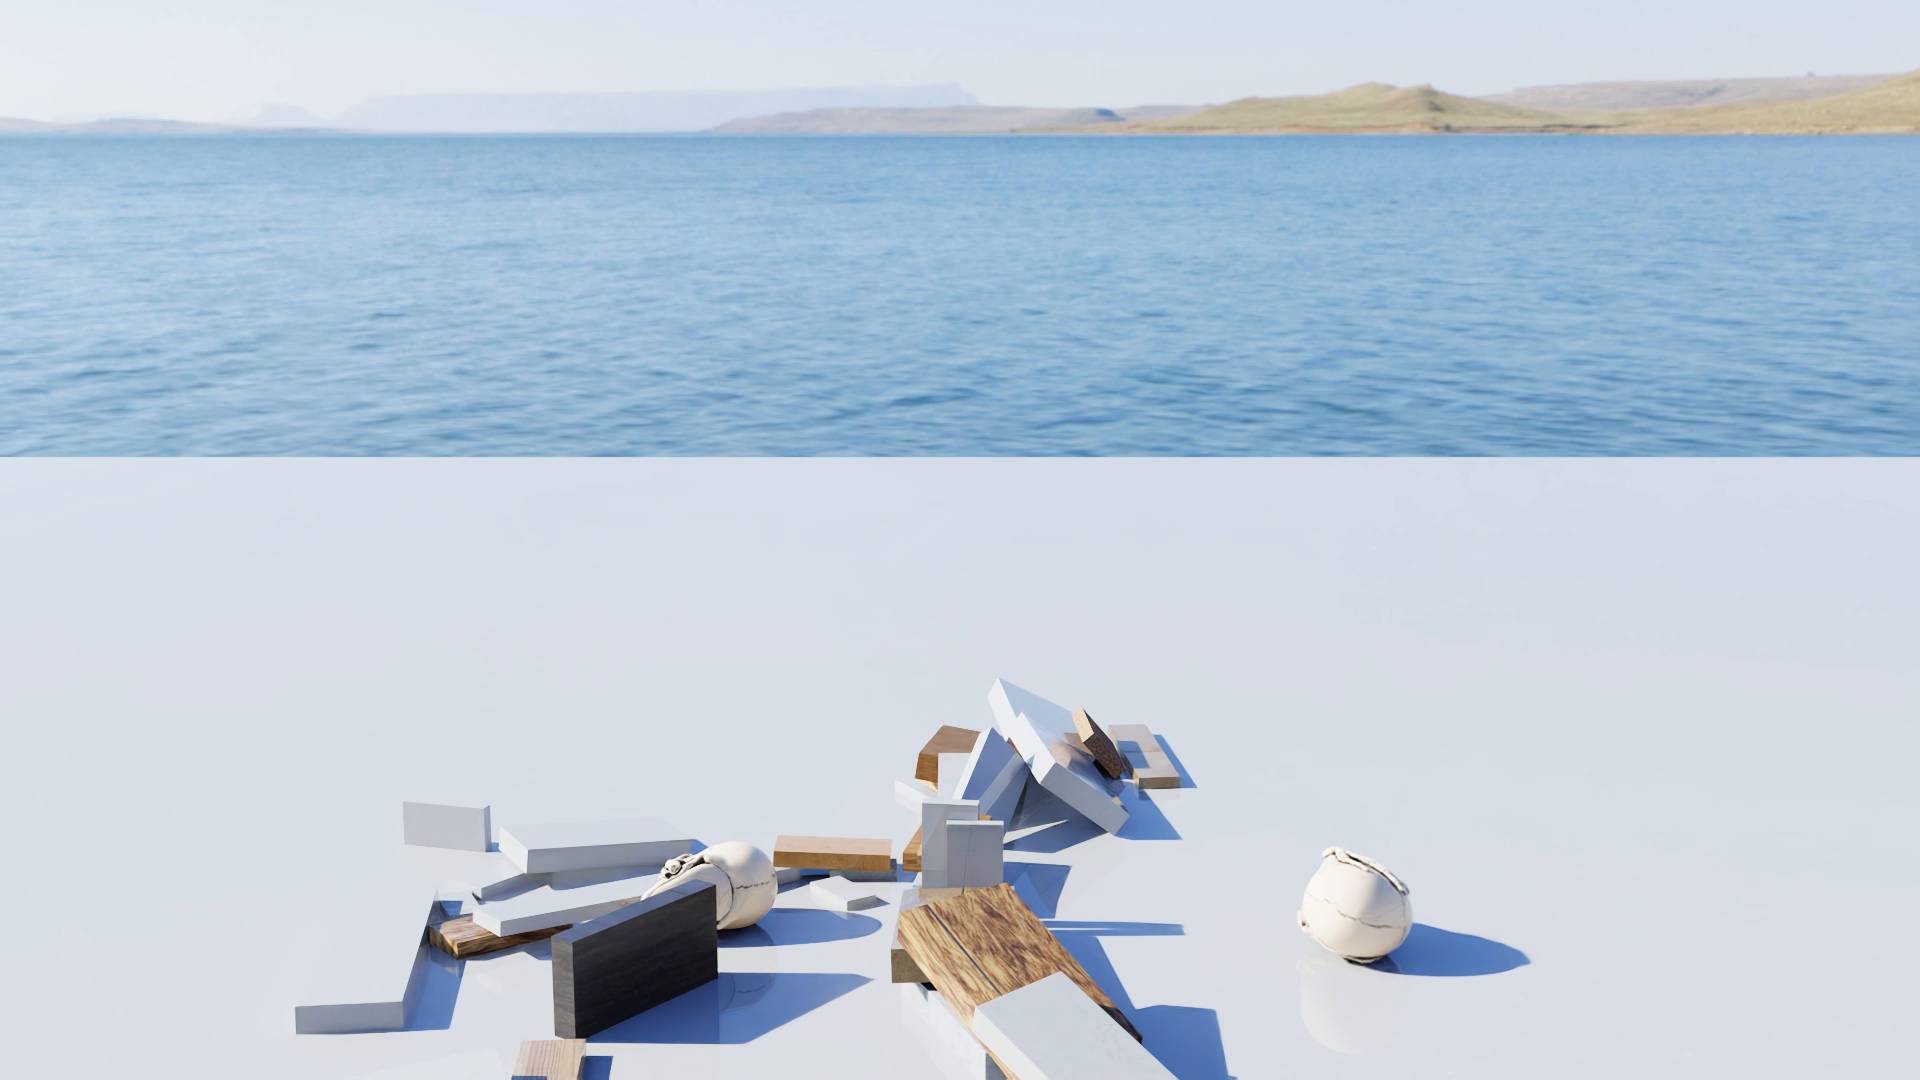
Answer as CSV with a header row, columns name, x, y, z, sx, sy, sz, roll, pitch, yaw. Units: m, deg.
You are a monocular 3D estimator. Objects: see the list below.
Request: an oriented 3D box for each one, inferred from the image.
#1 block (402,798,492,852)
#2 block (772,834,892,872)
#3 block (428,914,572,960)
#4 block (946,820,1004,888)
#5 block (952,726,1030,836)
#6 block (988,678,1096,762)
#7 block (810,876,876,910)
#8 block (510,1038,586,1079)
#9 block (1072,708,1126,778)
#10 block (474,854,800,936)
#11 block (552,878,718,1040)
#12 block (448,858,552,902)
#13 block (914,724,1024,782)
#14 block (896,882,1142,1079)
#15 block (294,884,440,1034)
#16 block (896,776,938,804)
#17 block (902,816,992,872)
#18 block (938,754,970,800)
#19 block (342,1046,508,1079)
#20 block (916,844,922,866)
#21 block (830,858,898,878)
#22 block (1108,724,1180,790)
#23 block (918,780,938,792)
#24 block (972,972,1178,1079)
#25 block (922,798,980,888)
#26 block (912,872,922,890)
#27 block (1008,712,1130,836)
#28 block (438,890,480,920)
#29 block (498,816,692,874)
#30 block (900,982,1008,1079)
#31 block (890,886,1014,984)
name,x,y,z,sx,sy,sz,roll,pitch,yaw
block,-0.911,0.505,3.904,0.161,0.081,0.023,3,11,16
block,-0.217,0.536,3.766,0.198,0.028,0.099,2,8,0
block,-0.724,0.613,3.468,0.198,0.028,0.099,-8,13,-38
block,0.023,0.534,3.475,0.090,0.179,0.025,0,7,2
block,0.056,0.445,3.969,0.031,0.111,0.221,-35,16,31
block,0.162,0.378,4.474,0.174,0.049,0.347,26,7,-9
block,-0.194,0.586,3.648,0.057,0.016,0.114,-7,13,-35
block,-0.551,0.714,2.936,0.086,0.024,0.173,-1,11,-4
block,0.277,0.406,4.405,0.028,0.099,0.198,-40,10,4
block,-0.515,0.575,3.581,0.568,0.024,0.086,-4,11,-40
block,-0.467,0.605,3.184,0.042,0.148,0.295,8,13,35
block,-0.776,0.570,3.717,0.081,0.023,0.161,7,13,35
block,0.026,0.423,4.254,0.174,0.049,0.347,10,5,6
block,0.076,0.609,3.001,0.175,0.049,0.349,-10,34,-29
block,-0.893,0.629,3.342,0.148,0.042,0.492,-1,11,-7
block,-0.053,0.481,4.196,0.077,0.022,0.155,-6,12,-29
block,-0.020,0.510,3.704,0.111,0.031,0.221,2,11,10
block,-0.001,0.462,4.026,0.077,0.022,0.155,0,53,1
block,-0.722,0.720,2.789,0.291,0.041,0.145,-9,13,-18
block,-0.036,0.506,3.595,0.057,0.016,0.114,1,11,5
block,-0.165,0.563,3.769,0.114,0.016,0.057,0,11,-2
block,0.368,0.435,4.443,0.081,0.023,0.387,-1,11,-5
block,-0.013,0.463,4.141,0.077,0.022,0.155,7,6,-26
block,0.162,0.674,2.810,0.145,0.041,0.291,-15,36,-35
block,-0.015,0.503,3.509,0.090,0.179,0.025,2,12,7
block,-0.006,0.552,3.647,0.111,0.031,0.221,1,11,8
block,0.199,0.434,4.116,0.174,0.049,0.347,36,3,-13
block,-0.815,0.598,3.582,0.055,0.016,0.110,-5,12,-24
block,-0.632,0.527,3.813,0.295,0.042,0.148,1,9,-30
block,0.055,0.669,3.110,0.175,0.049,0.349,-4,11,-20
block,-0.006,0.587,3.293,0.175,0.049,0.349,-2,5,2
